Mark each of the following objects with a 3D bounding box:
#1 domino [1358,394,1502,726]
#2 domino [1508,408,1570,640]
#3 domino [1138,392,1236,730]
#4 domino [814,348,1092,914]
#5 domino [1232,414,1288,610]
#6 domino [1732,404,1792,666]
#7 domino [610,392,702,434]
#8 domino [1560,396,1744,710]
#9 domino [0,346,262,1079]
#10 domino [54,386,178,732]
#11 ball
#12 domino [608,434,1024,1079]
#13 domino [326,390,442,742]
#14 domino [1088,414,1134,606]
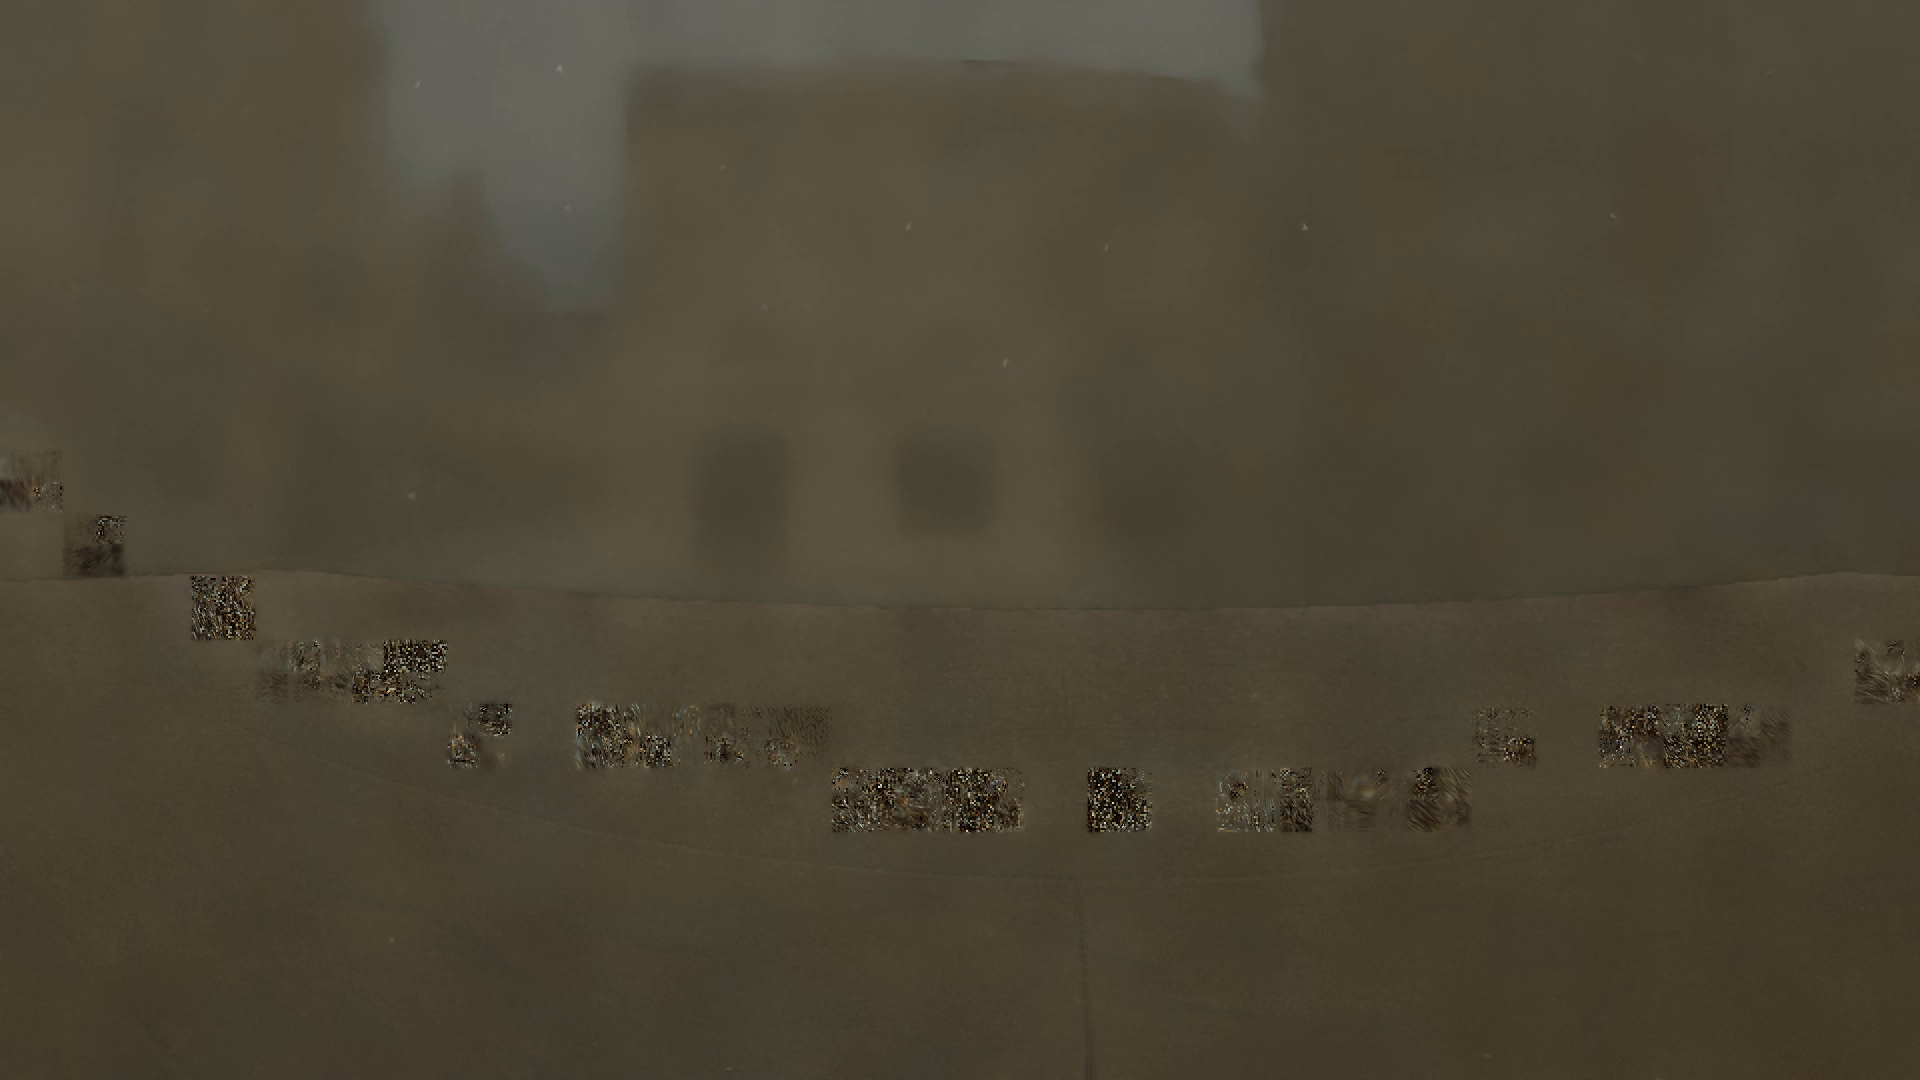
[{"bbox_3d":[0.075,0.002,0.206,0.009,0.050,0.025,-1,4,-9],"label":"domino"},{"bbox_3d":[0.135,-0.004,0.286,0.025,0.050,0.009,-3,5,-31],"label":"domino"},{"bbox_3d":[0.035,0.002,0.202,0.009,0.050,0.025,0,4,-2],"label":"domino"},{"bbox_3d":[-0.001,0.008,0.121,0.025,0.050,0.009,1,-4,11],"label":"domino"},{"bbox_3d":[0.079,-0.008,0.340,0.009,0.050,0.025,2,5,28],"label":"domino"},{"bbox_3d":[0.145,-0.001,0.249,0.025,0.050,0.010,0,4,6],"label":"domino"},{"bbox_3d":[-0.046,0.003,0.198,0.009,0.050,0.025,0,4,-3],"label":"domino"},{"bbox_3d":[0.116,0.001,0.216,0.009,0.050,0.025,-2,5,-22],"label":"domino"},{"bbox_3d":[-0.050,0.010,0.064,0.009,0.050,0.025,-23,-19,-13],"label":"domino"},{"bbox_3d":[-0.120,0.004,0.183,0.009,0.050,0.025,-2,5,-25],"label":"domino"},{"bbox_3d":[0.001,-0.002,0.053,0.080,0.080,0.080,0,4,0],"label":"ball"},{"bbox_3d":[-0.013,0.014,0.096,0.025,0.050,0.009,-1,-38,-14],"label":"domino"},{"bbox_3d":[-0.086,0.003,0.194,0.009,0.050,0.025,-1,4,-12],"label":"domino"},{"bbox_3d":[0.039,-0.009,0.348,0.010,0.050,0.025,-1,4,-9],"label":"domino"}]
